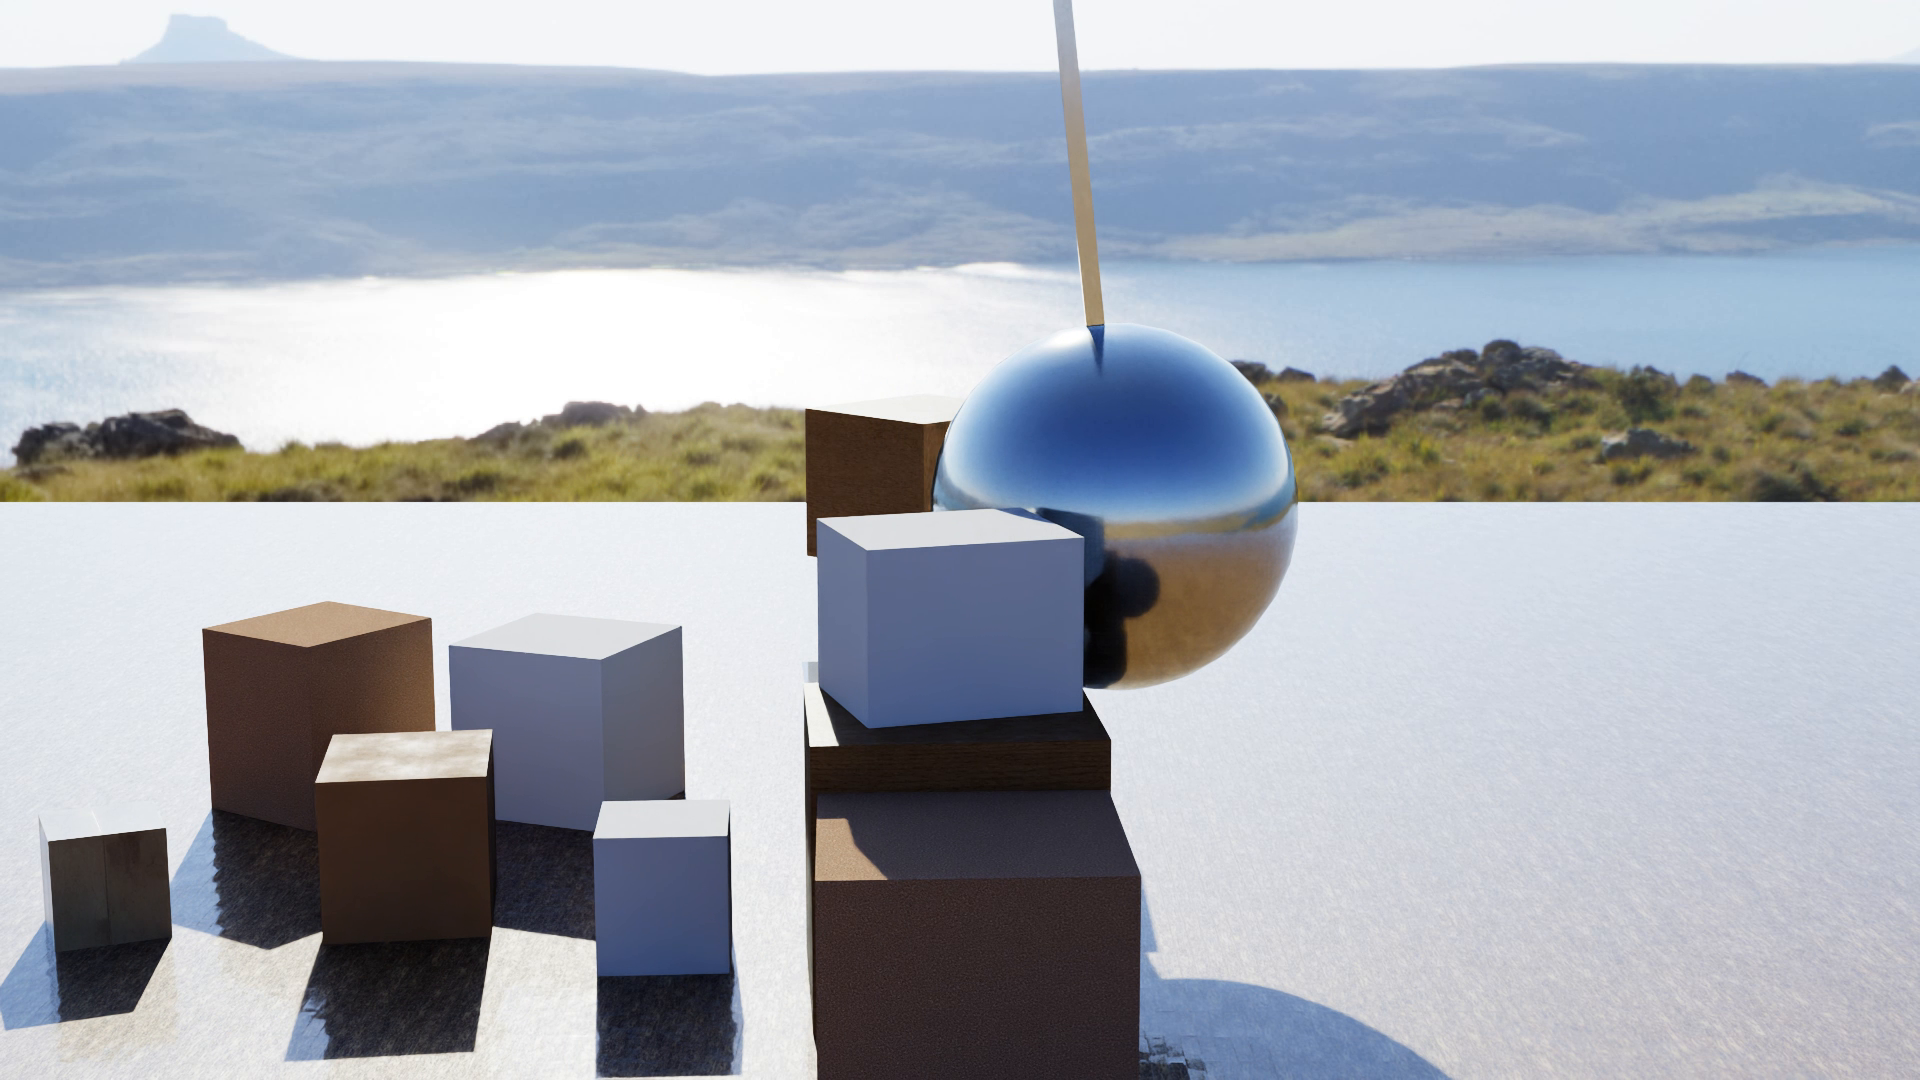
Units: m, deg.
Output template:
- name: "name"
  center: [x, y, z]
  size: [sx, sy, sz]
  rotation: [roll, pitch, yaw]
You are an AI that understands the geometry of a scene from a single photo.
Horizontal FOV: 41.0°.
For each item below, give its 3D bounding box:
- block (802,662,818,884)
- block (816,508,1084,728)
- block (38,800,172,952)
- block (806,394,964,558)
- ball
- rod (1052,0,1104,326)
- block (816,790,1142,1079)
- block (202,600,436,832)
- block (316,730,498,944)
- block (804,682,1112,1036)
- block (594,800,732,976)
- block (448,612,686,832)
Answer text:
- name: "block"
  center: [-0.183, 1.085, 10.886]
  size: [0.936, 0.970, 0.940]
  rotation: [-1, 10, -5]
- name: "block"
  center: [-0.047, 0.284, 9.939]
  size: [0.852, 0.674, 0.716]
  rotation: [-3, 11, -18]
- name: "block"
  center: [-3.545, 1.386, 10.635]
  size: [0.459, 0.467, 0.442]
  rotation: [-5, 11, -24]
- name: "block"
  center: [-0.175, -0.286, 12.686]
  size: [0.833, 0.739, 0.826]
  rotation: [10, 14, 44]
- name: "ball"
  center: [0.669, -0.145, 11.154]
  size: [1.600, 1.600, 1.600]
  rotation: [0, 10, 0]
- name: "rod"
  center: [0.290, -3.469, 10.550]
  size: [0.080, 5.200, 0.080]
  rotation: [-6, 10, 1]
- name: "block"
  center: [0.037, 1.464, 8.917]
  size: [1.062, 0.929, 1.026]
  rotation: [0, 10, -3]
- name: "block"
  center: [-3.101, 0.838, 12.471]
  size: [0.731, 0.889, 0.793]
  rotation: [7, 12, 33]
- name: "block"
  center: [-2.322, 1.239, 10.838]
  size: [0.679, 0.684, 0.766]
  rotation: [-1, 10, -8]
- name: "block"
  center: [-0.036, 1.194, 9.906]
  size: [1.100, 1.105, 0.983]
  rotation: [-1, 10, -5]
- name: "block"
  center: [-1.188, 1.393, 10.326]
  size: [0.521, 0.565, 0.516]
  rotation: [-1, 10, -4]
- name: "block"
  center: [-1.897, 0.868, 12.462]
  size: [0.826, 0.832, 0.802]
  rotation: [4, 11, 21]
